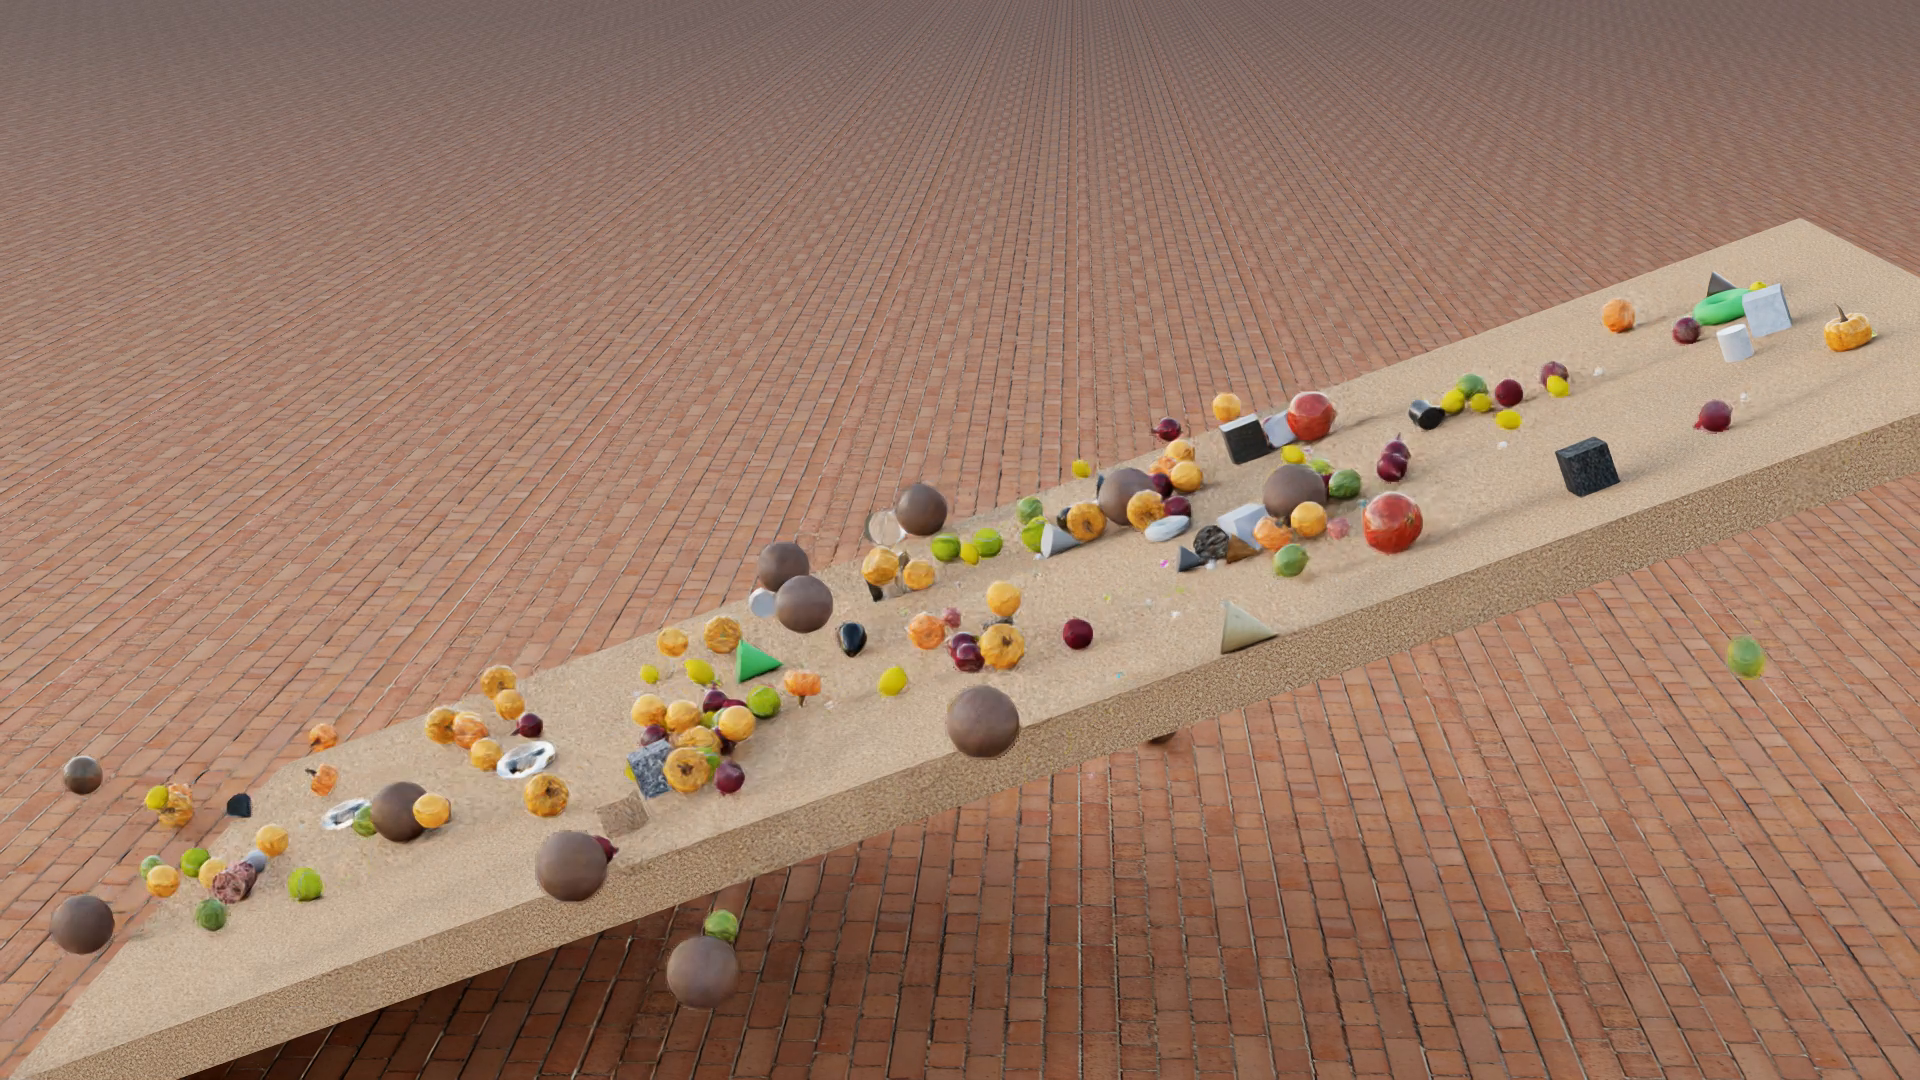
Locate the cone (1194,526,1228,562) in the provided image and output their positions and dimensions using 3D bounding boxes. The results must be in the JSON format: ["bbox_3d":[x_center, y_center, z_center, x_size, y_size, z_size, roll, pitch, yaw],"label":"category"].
[{"bbox_3d":[0.525,0.012,5.984,0.075,0.075,0.075,7,-4,29],"label":"cone"}]

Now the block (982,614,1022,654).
[{"bbox_3d":[0.084,0.188,5.910,0.055,0.055,0.055,-23,12,-9],"label":"block"}]

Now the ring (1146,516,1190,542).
[{"bbox_3d":[0.444,-0.025,6.302,0.100,0.033,0.100,-19,12,4],"label":"ring"}]

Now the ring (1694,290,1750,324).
[{"bbox_3d":[1.645,-0.501,6.328,0.136,0.045,0.136,-20,13,5],"label":"ring"}]

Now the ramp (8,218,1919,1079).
[{"bbox_3d":[0.118,0.176,6.295,4.000,0.100,2.000,-20,12,7],"label":"ramp"}]

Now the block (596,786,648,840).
[{"bbox_3d":[-0.649,0.524,5.643,0.067,0.067,0.067,-19,12,11],"label":"block"}]

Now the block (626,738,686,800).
[{"bbox_3d":[-0.605,0.455,5.839,0.083,0.083,0.083,-23,12,-10],"label":"block"}]

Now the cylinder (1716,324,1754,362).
[{"bbox_3d":[1.569,-0.398,5.950,0.060,0.060,0.060,-20,12,4],"label":"cylinder"}]

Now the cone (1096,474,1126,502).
[{"bbox_3d":[0.357,-0.117,6.880,0.072,0.072,0.072,8,14,4],"label":"cone"}]

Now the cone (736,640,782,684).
[{"bbox_3d":[-0.438,0.271,6.485,0.099,0.099,0.099,4,12,-11],"label":"cone"}]

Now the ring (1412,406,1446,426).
[{"bbox_3d":[1.023,-0.270,6.421,0.075,0.025,0.075,-20,11,4],"label":"ring"}]

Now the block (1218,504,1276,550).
[{"bbox_3d":[0.580,-0.023,5.946,0.075,0.075,0.075,-25,12,-16],"label":"block"}]

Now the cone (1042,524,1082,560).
[{"bbox_3d":[0.232,0.006,6.530,0.082,0.082,0.082,4,12,-15],"label":"cone"}]

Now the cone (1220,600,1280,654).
[{"bbox_3d":[0.524,0.163,5.271,0.099,0.099,0.099,8,14,7],"label":"cone"}]

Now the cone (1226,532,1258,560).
[{"bbox_3d":[0.571,0.021,5.881,0.062,0.062,0.062,19,14,1],"label":"cone"}]

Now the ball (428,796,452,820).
[{"bbox_3d":[-1.111,0.573,6.279,0.050,0.050,0.050,0,13,0],"label":"ball"}]

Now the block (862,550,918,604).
[{"bbox_3d":[-0.159,0.084,6.750,0.082,0.082,0.082,-15,13,28],"label":"block"}]

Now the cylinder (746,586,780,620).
[{"bbox_3d":[-0.472,0.151,7.042,0.063,0.063,0.063,-6,35,-24],"label":"cylinder"}]

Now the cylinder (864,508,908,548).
[{"bbox_3d":[-0.185,-0.031,7.323,0.093,0.093,0.093,2,5,10],"label":"cylinder"}]

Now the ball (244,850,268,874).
[{"bbox_3d":[-1.542,0.704,6.435,0.052,0.052,0.052,0,13,0],"label":"ball"}]

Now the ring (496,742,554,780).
[{"bbox_3d":[-0.950,0.481,6.430,0.134,0.045,0.134,-20,13,5],"label":"ring"}]

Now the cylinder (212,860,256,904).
[{"bbox_3d":[-1.550,0.730,6.279,0.071,0.071,0.071,2,17,10],"label":"cylinder"}]

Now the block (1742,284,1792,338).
[{"bbox_3d":[1.667,-0.474,6.076,0.079,0.079,0.079,-17,12,20],"label":"block"}]

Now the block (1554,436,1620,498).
[{"bbox_3d":[1.157,-0.135,5.426,0.079,0.079,0.079,-21,12,-1],"label":"block"}]

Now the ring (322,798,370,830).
[{"bbox_3d":[-1.376,0.614,6.591,0.115,0.038,0.115,-21,11,4],"label":"ring"}]

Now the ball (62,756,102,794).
[{"bbox_3d":[-2.254,0.605,7.558,0.100,0.100,0.100,0,13,0],"label":"ball"}]

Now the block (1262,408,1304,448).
[{"bbox_3d":[0.741,-0.256,6.738,0.060,0.060,0.060,-29,7,28],"label":"block"}]

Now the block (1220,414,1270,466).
[{"bbox_3d":[0.653,-0.230,6.746,0.084,0.084,0.084,-21,12,1],"label":"block"}]

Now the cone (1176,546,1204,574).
[{"bbox_3d":[0.472,0.041,5.966,0.059,0.059,0.059,5,13,-3],"label":"cone"}]

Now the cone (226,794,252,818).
[{"bbox_3d":[-1.713,0.650,7.040,0.065,0.065,0.065,-9,29,-35],"label":"cone"}]

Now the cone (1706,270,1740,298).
[{"bbox_3d":[1.681,-0.533,6.412,0.096,0.096,0.096,12,16,17],"label":"cone"}]
